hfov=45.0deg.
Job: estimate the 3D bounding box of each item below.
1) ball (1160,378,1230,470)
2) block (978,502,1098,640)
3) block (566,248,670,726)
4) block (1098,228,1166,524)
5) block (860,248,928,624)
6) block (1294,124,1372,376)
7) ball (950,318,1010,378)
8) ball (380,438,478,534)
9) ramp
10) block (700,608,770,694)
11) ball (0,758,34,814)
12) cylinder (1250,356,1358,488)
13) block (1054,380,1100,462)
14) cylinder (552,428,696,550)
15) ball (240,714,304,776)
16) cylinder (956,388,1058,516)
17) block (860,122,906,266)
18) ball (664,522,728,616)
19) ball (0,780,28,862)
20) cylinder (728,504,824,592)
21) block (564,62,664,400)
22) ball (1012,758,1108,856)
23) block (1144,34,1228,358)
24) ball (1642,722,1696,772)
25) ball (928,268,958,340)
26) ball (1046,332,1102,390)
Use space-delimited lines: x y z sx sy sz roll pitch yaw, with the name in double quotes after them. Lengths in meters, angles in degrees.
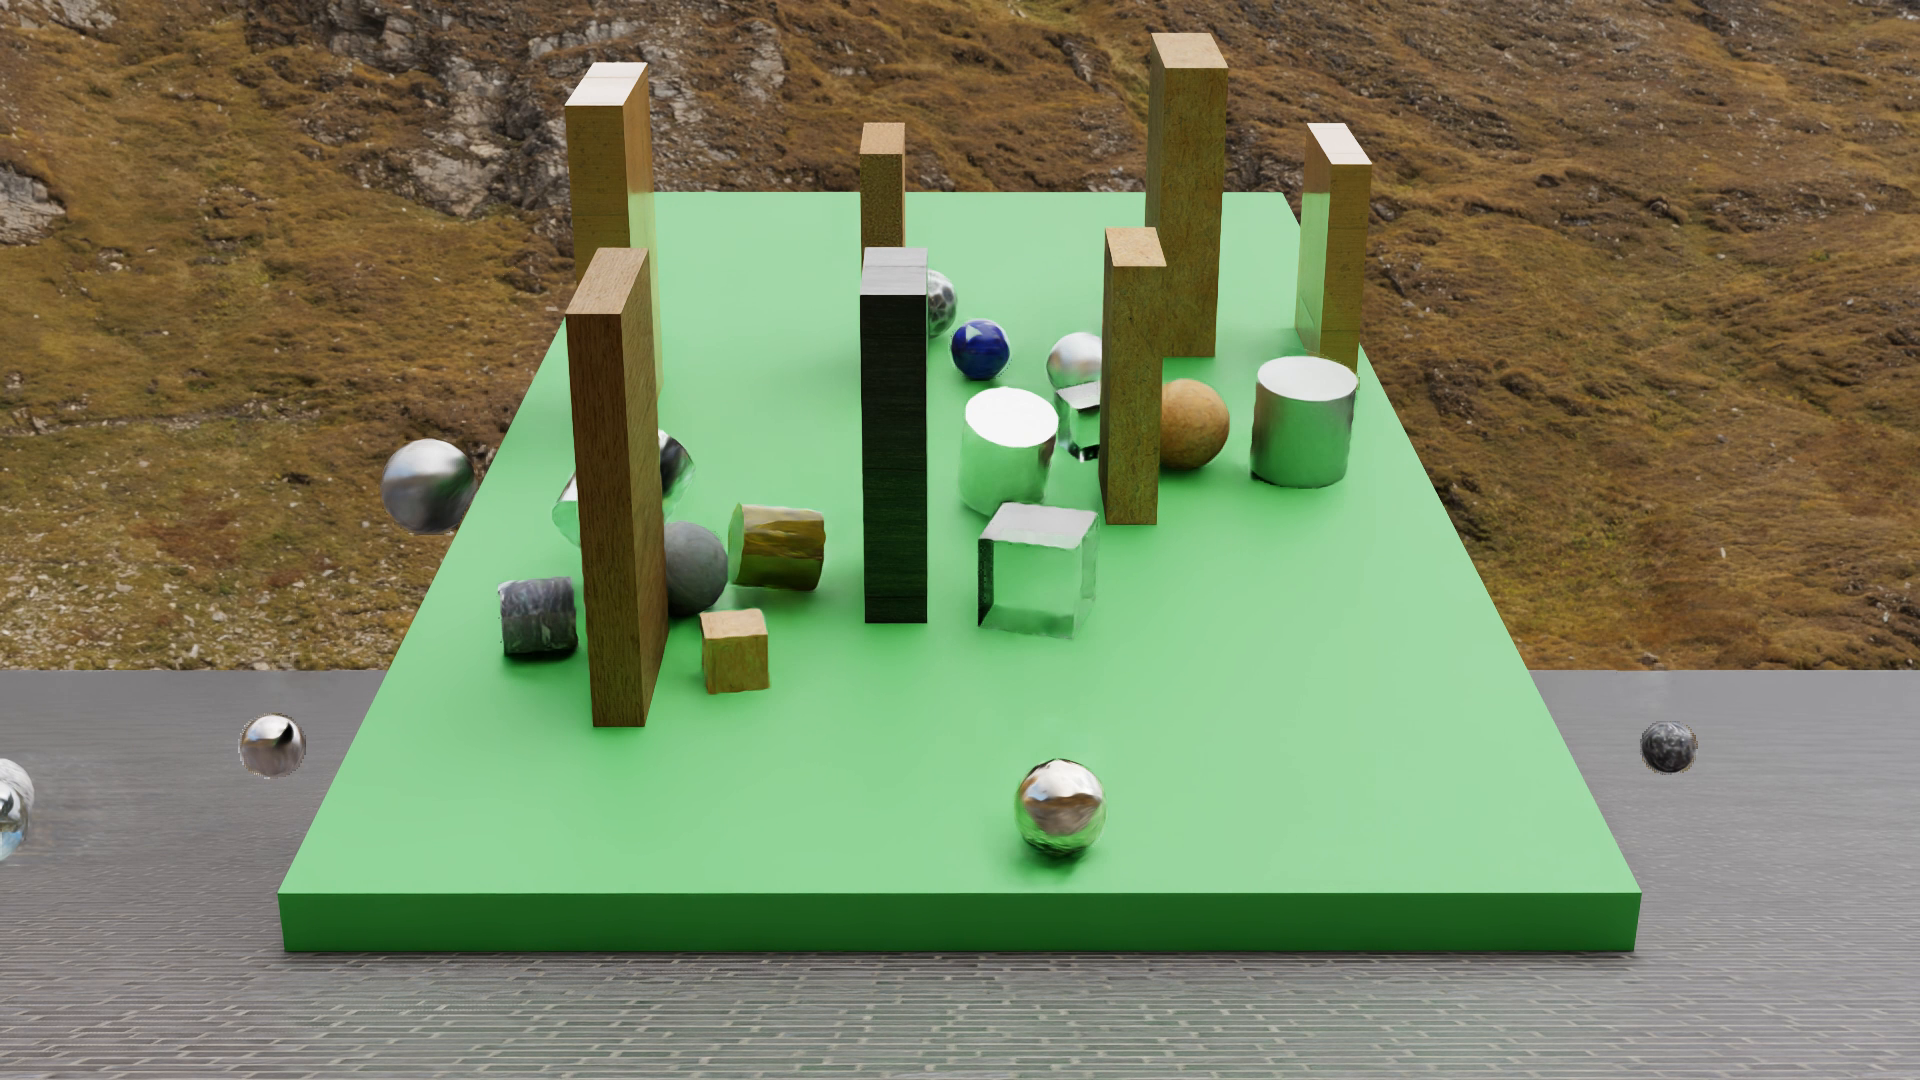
0.479 -0.247 4.932 0.192 0.192 0.192 0 -3 0 "ball"
0.144 0.055 4.244 0.179 0.179 0.179 6 24 14 "block"
-0.570 -0.091 3.894 0.086 0.721 0.366 0 23 0 "block"
0.346 -0.334 4.691 0.102 0.540 0.276 0 23 0 "block"
-0.117 -0.193 4.253 0.115 0.626 0.294 0 23 0 "block"
0.894 -0.700 5.574 0.092 0.519 0.405 0 23 0 "block"
0.049 -0.452 5.469 0.143 0.143 0.143 0 -3 0 "ball"
-1.174 -0.119 5.117 0.209 0.209 0.209 0 -3 0 "ball"
-0.007 -0.226 5.250 2.000 0.100 4.000 0 23 0 "ramp"
-0.391 0.193 4.013 0.105 0.105 0.105 -4 24 -10 "block"
-2.378 0.631 5.682 0.197 0.197 0.197 0 -3 0 "ball"
0.723 -0.249 4.885 0.207 0.207 0.207 1 31 -1 "cylinder"
0.290 -0.260 5.033 0.124 0.124 0.124 -14 26 -17 "block"
-0.635 -0.089 4.376 0.202 0.202 0.202 18 -31 11 "cylinder"
-1.575 0.470 5.301 0.140 0.140 0.140 0 -3 0 "ball"
0.094 -0.177 4.704 0.189 0.189 0.189 5 42 -4 "cylinder"
-0.179 -0.670 5.447 0.096 0.560 0.304 0 23 0 "block"
-0.512 0.053 4.250 0.175 0.175 0.175 0 -3 0 "ball"
-2.054 0.589 4.847 0.191 0.191 0.191 0 -3 0 "ball"
-0.346 0.014 4.336 0.153 0.153 0.153 5 -4 -16 "cylinder"
-0.756 -0.633 5.111 0.119 0.754 0.425 0 23 0 "block"
0.151 0.401 3.482 0.144 0.144 0.144 0 -3 0 "ball"
0.547 -0.850 5.686 0.146 0.705 0.415 0 23 0 "block"
1.722 0.504 5.627 0.124 0.124 0.124 0 -3 0 "ball"
-0.091 -0.584 5.734 0.176 0.176 0.176 0 -3 0 "ball"
0.278 -0.398 5.325 0.159 0.159 0.159 0 -3 0 "ball"
